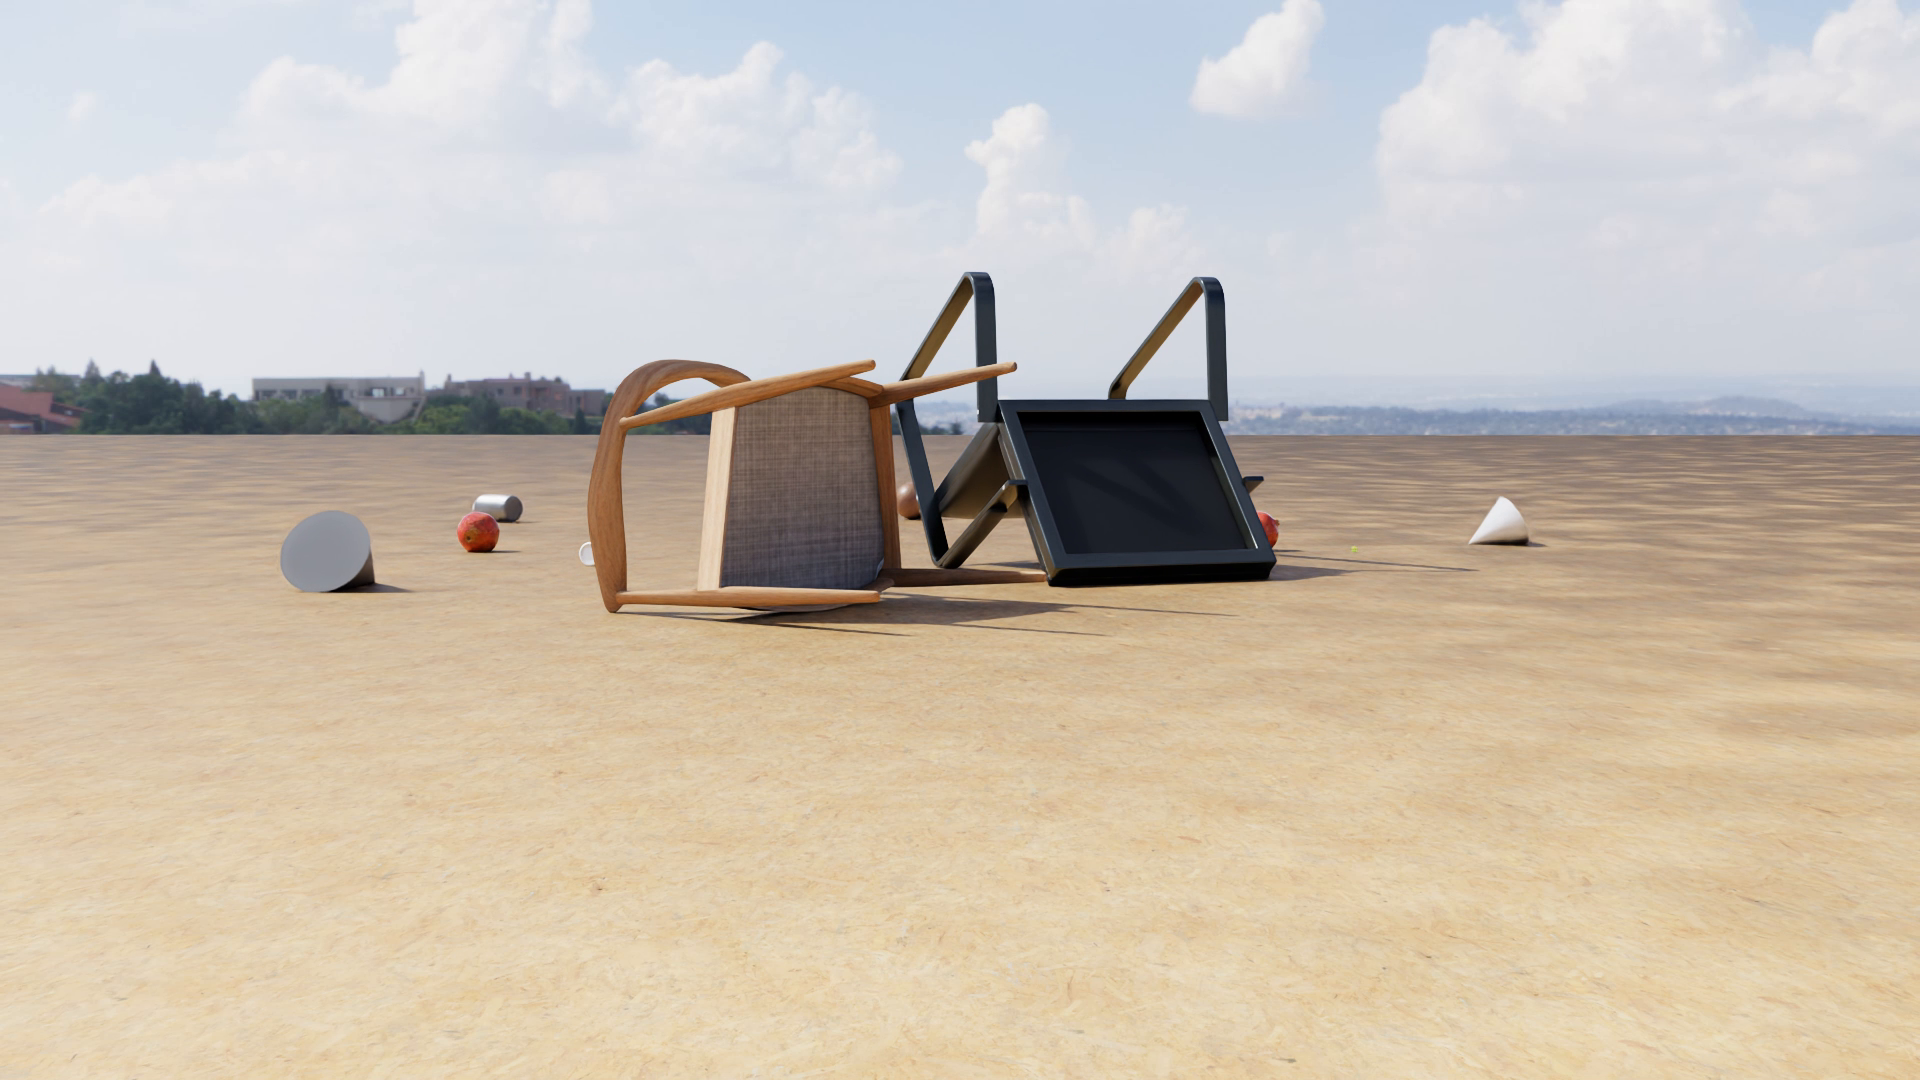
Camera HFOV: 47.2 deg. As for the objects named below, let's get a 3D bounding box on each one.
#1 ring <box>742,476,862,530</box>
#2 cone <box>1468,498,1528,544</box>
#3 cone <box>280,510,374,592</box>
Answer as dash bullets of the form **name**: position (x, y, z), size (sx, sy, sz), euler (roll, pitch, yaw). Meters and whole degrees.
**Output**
- **ring**: position (-0.511, -0.120, 7.107), size (0.387, 0.165, 0.402), euler (-2, 3, -7)
- **cone**: position (1.538, -0.022, 6.373), size (0.147, 0.151, 0.245), euler (-27, -2, 1)
- **cone**: position (-1.384, 0.062, 4.994), size (0.214, 0.188, 0.256), euler (-15, -19, 6)
